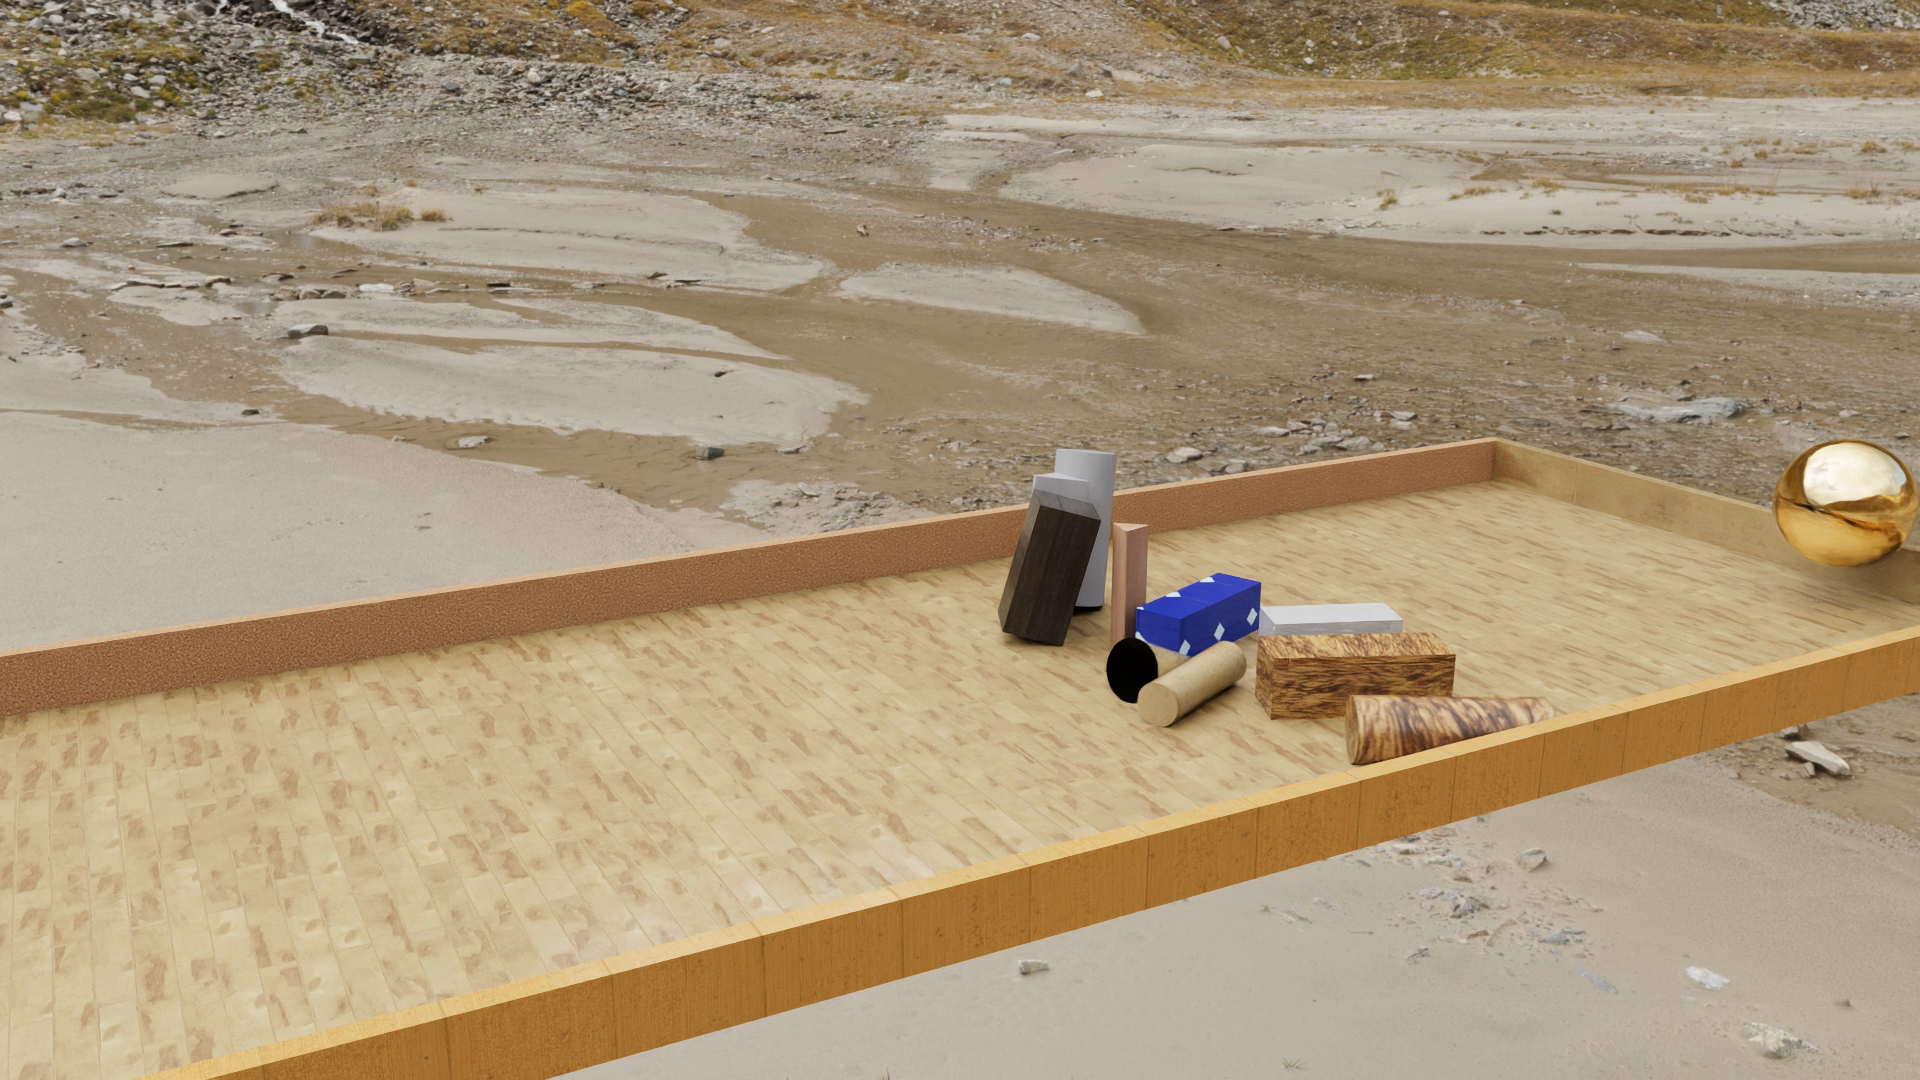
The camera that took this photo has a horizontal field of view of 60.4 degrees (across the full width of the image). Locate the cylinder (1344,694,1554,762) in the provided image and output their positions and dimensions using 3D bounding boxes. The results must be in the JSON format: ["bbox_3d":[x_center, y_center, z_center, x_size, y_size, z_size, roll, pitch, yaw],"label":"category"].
[{"bbox_3d":[1.082,0.421,3.656,0.424,0.150,0.150,1,16,2],"label":"cylinder"}]

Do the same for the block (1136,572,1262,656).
[{"bbox_3d":[0.639,0.210,4.400,0.135,0.135,0.401,14,21,38],"label":"block"}]

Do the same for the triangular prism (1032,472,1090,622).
[{"bbox_3d":[0.251,0.014,4.590,0.152,0.393,0.131,6,9,-5],"label":"triangular prism"}]

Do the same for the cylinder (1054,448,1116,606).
[{"bbox_3d":[0.340,-0.037,4.676,0.171,0.429,0.171,5,6,0],"label":"cylinder"}]

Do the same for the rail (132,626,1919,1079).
[{"bbox_3d":[-2.336,1.006,1.665,12.000,0.150,0.050,-9,18,-27],"label":"rail"}]

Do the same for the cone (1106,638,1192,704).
[{"bbox_3d":[0.540,0.320,4.127,0.160,0.160,0.352,16,10,43],"label":"cone"}]

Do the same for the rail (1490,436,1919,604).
[{"bbox_3d":[2.466,-0.048,5.253,0.050,0.150,2.100,-9,18,-27],"label":"rail"}]

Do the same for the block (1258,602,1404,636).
[{"bbox_3d":[0.950,0.254,4.245,0.332,0.138,0.138,-2,16,-6],"label":"block"}]

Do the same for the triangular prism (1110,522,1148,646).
[{"bbox_3d":[0.433,0.121,4.357,0.078,0.329,0.090,14,20,42],"label":"triangular prism"}]

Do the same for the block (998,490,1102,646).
[{"bbox_3d":[0.236,0.073,4.413,0.167,0.360,0.167,14,15,-7],"label":"block"}]

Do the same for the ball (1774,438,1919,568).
[{"bbox_3d":[2.542,-0.105,4.737,0.369,0.369,0.369,0,16,0],"label":"ball"}]

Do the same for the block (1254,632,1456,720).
[{"bbox_3d":[0.948,0.326,3.972,0.436,0.155,0.155,-1,16,-4],"label":"block"}]

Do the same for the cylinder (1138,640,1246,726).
[{"bbox_3d":[0.565,0.345,3.991,0.108,0.108,0.353,12,20,34],"label":"cylinder"}]

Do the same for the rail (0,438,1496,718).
[{"bbox_3d":[-3.305,0.497,3.399,12.000,0.150,0.050,-9,18,-27],"label":"rail"}]
